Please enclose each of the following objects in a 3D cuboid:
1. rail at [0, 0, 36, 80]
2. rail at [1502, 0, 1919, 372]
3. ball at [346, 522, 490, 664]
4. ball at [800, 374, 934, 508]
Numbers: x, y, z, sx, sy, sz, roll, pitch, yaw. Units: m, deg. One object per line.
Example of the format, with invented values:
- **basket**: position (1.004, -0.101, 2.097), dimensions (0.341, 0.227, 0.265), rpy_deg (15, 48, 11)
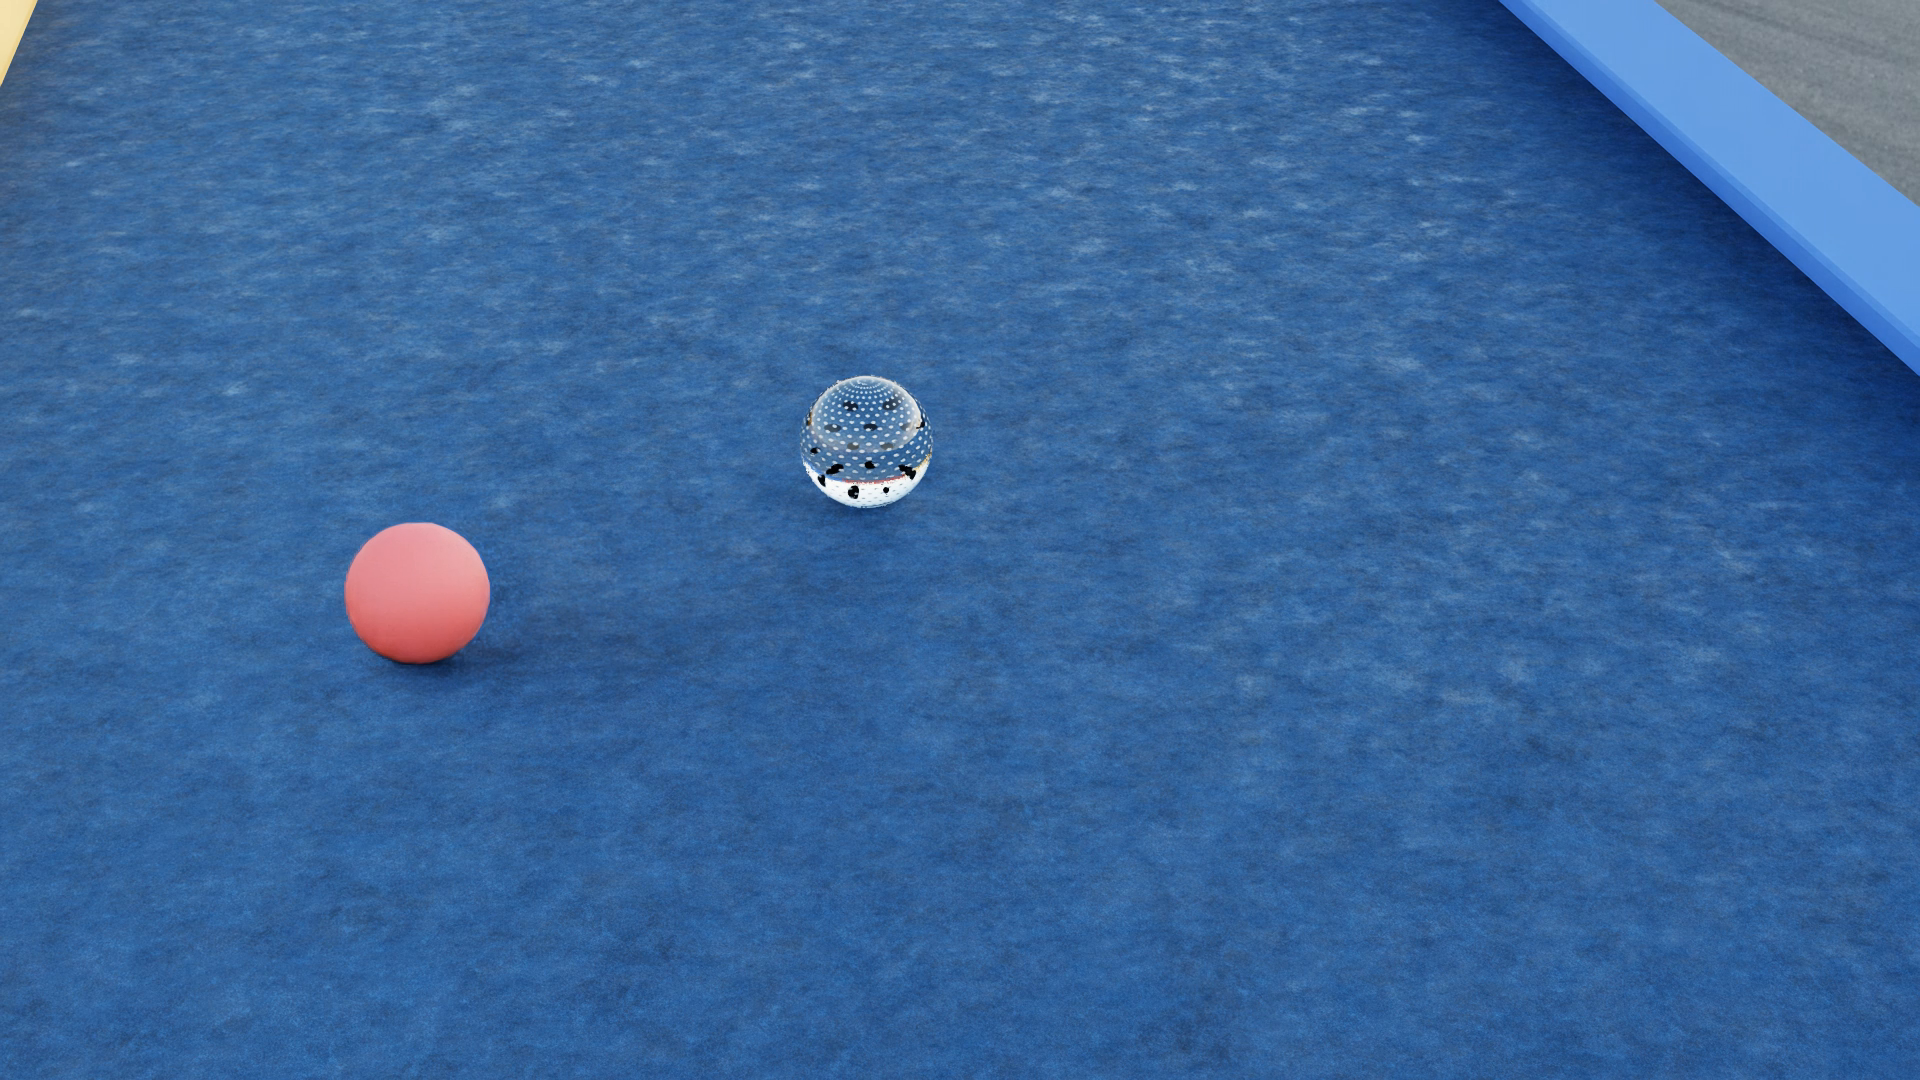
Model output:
- **rail**: position (-0.853, -0.307, 2.446), dimensions (0.045, 0.118, 3.014), rpy_deg (-4, 27, -8)
- **rail**: position (0.620, -0.410, 2.652), dimensions (0.045, 0.118, 3.014), rpy_deg (-4, 27, -8)
- **ball**: position (-0.333, 0.032, 1.808), dimensions (0.087, 0.087, 0.087), rpy_deg (0, 27, 0)
- **ball**: position (-0.064, -0.067, 2.002), dimensions (0.091, 0.091, 0.091), rpy_deg (0, 27, 0)
